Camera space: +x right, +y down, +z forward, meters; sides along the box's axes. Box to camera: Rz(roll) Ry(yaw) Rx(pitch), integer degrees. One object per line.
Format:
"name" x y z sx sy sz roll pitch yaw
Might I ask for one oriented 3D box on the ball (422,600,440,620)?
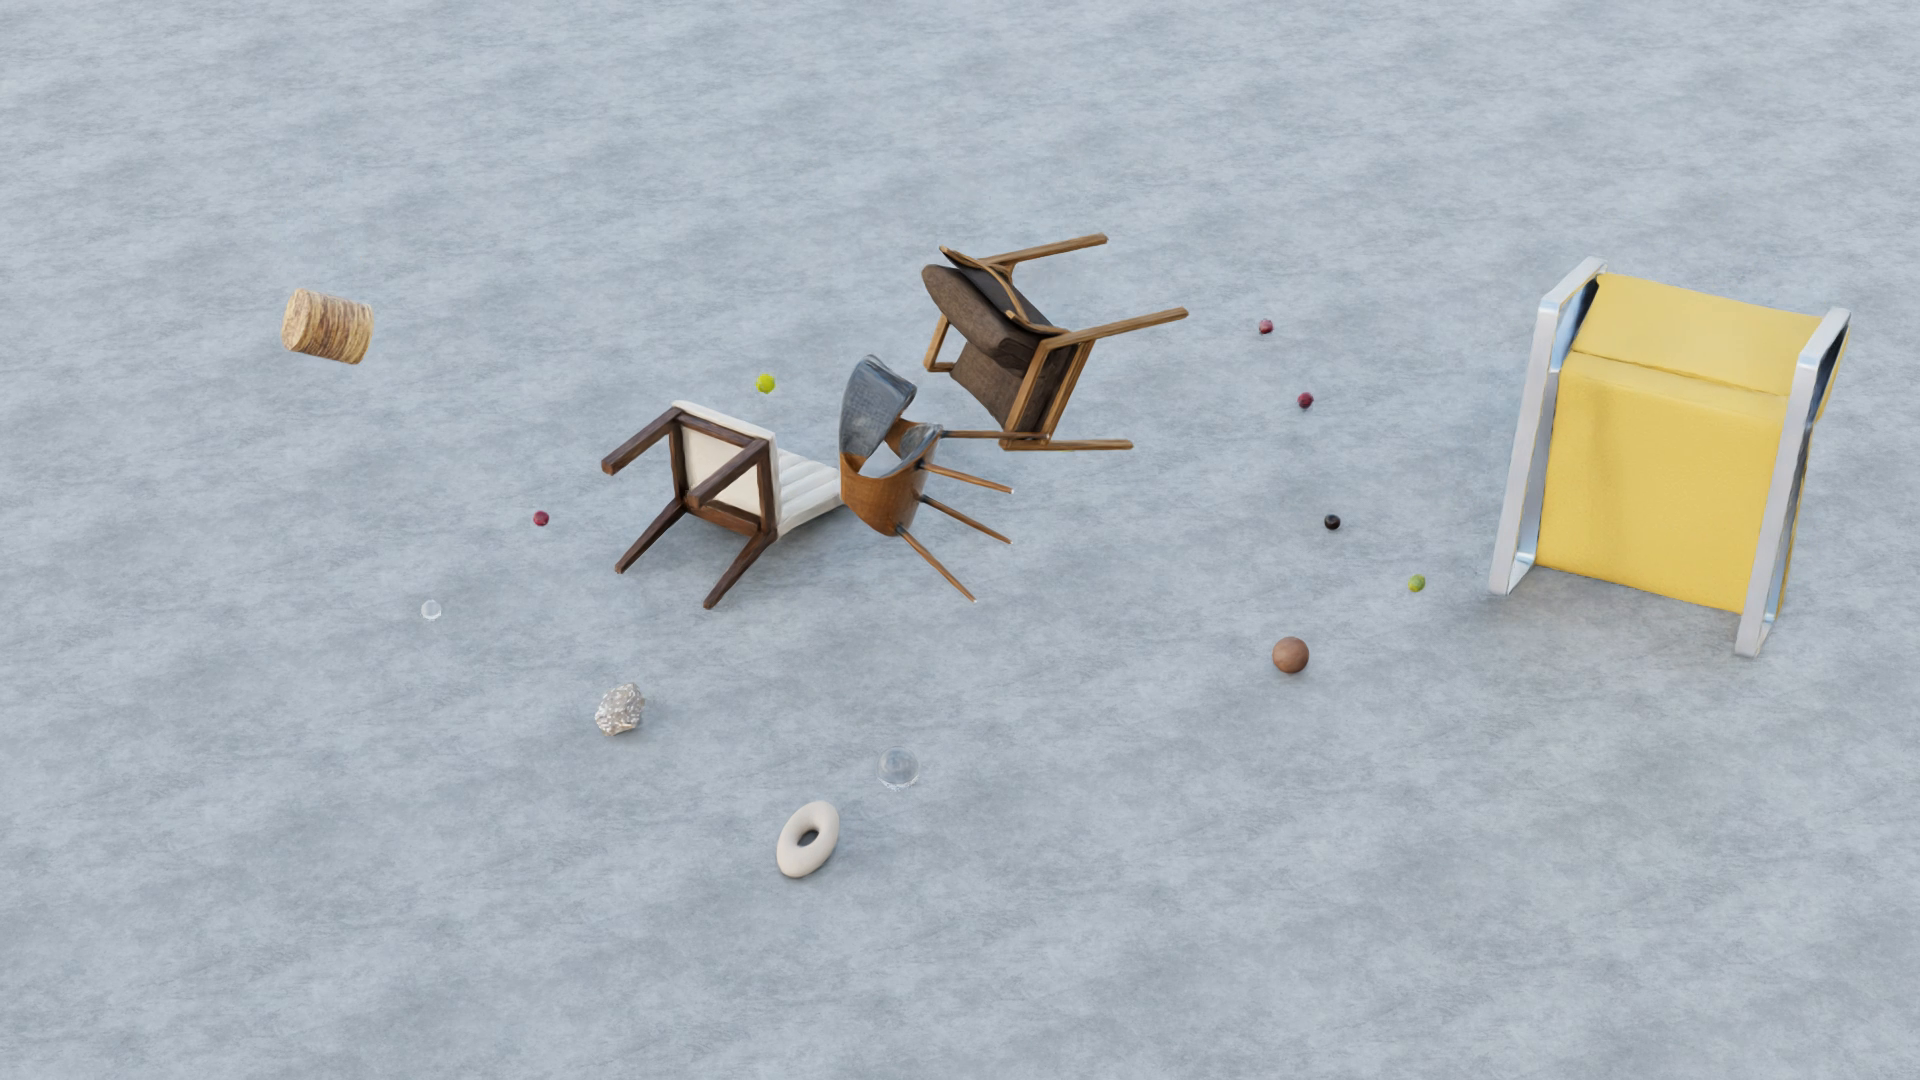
"ball" -1.895 0.250 10.502 0.069 0.069 0.069 0 33 0

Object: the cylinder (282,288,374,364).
"cylinder" -2.359 -0.797 10.940 0.270 0.237 0.202 12 7 -38

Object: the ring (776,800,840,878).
"ring" -0.487 0.959 9.418 0.180 0.079 0.360 8 35 13

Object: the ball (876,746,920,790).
"ball" -0.205 0.752 9.673 0.144 0.144 0.144 0 33 0

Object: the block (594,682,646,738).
"block" -1.153 0.574 9.958 0.117 0.081 0.160 -20 27 22
